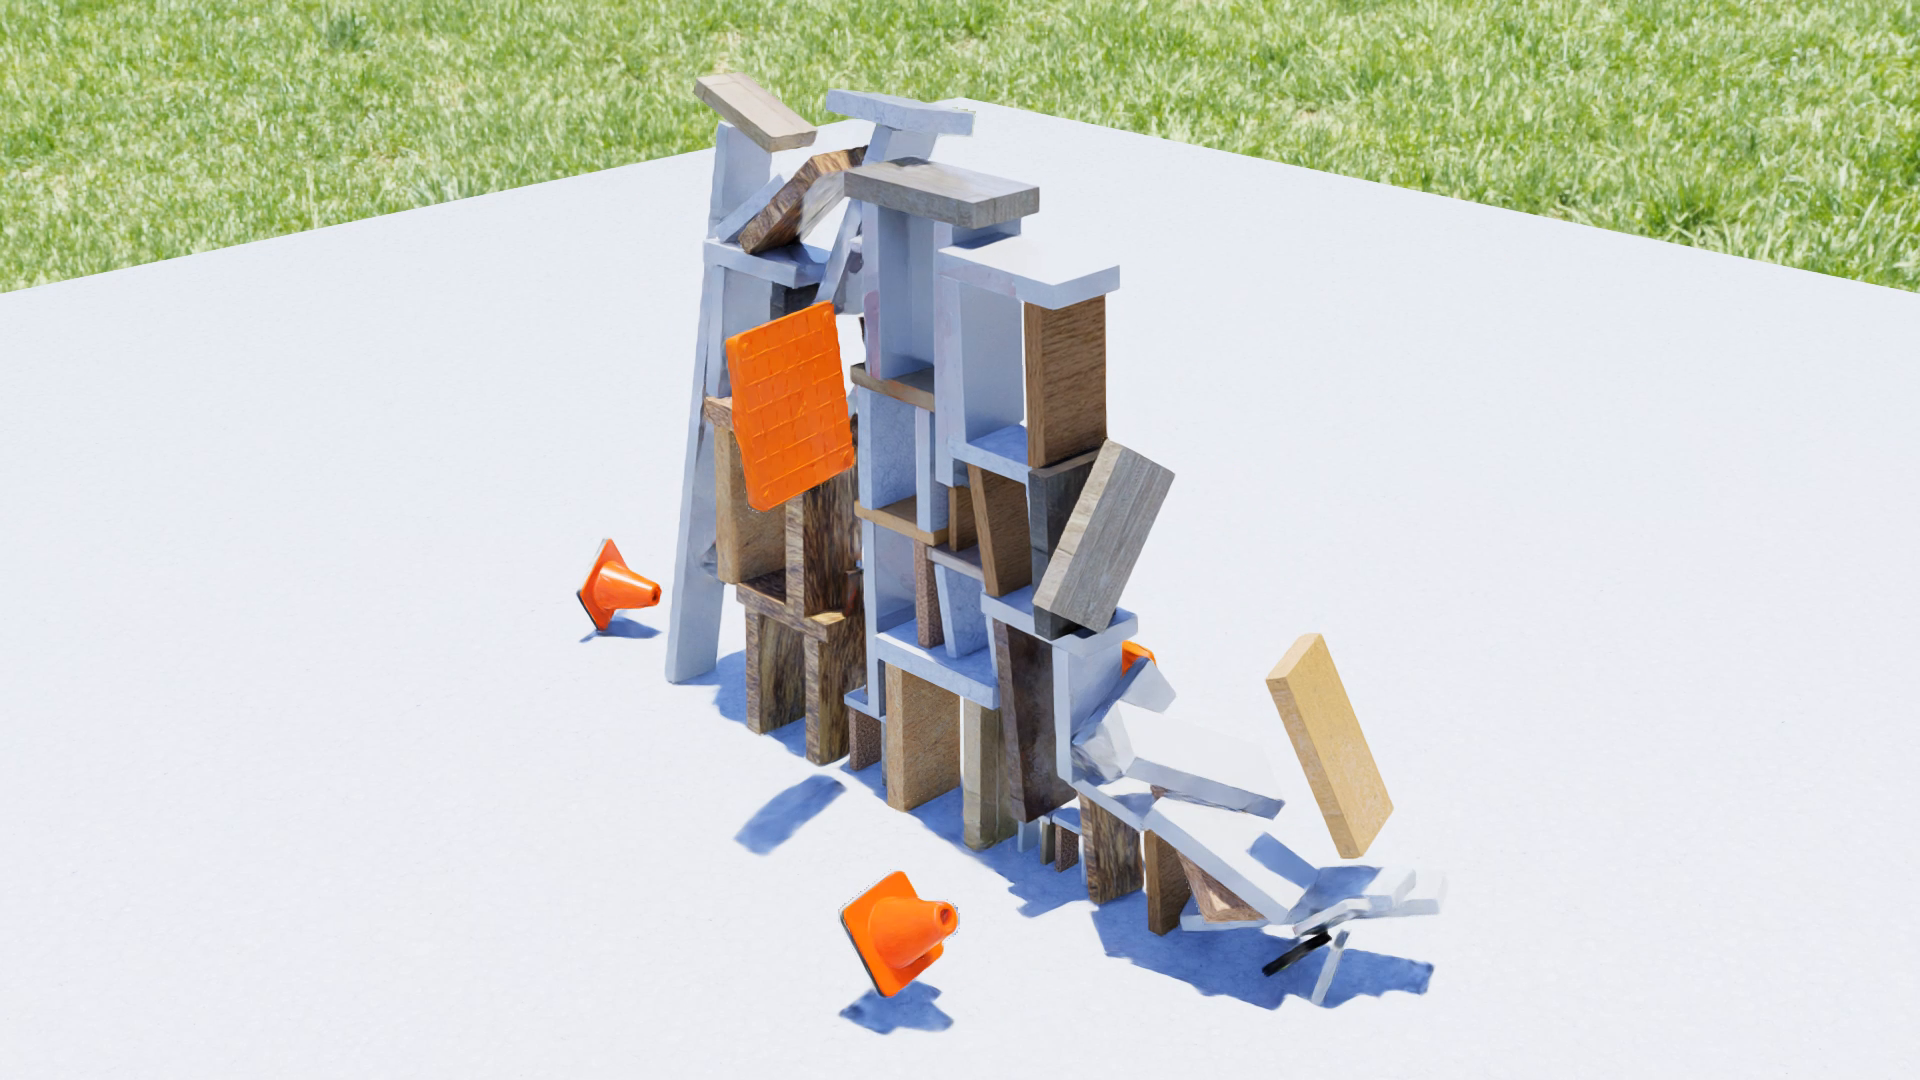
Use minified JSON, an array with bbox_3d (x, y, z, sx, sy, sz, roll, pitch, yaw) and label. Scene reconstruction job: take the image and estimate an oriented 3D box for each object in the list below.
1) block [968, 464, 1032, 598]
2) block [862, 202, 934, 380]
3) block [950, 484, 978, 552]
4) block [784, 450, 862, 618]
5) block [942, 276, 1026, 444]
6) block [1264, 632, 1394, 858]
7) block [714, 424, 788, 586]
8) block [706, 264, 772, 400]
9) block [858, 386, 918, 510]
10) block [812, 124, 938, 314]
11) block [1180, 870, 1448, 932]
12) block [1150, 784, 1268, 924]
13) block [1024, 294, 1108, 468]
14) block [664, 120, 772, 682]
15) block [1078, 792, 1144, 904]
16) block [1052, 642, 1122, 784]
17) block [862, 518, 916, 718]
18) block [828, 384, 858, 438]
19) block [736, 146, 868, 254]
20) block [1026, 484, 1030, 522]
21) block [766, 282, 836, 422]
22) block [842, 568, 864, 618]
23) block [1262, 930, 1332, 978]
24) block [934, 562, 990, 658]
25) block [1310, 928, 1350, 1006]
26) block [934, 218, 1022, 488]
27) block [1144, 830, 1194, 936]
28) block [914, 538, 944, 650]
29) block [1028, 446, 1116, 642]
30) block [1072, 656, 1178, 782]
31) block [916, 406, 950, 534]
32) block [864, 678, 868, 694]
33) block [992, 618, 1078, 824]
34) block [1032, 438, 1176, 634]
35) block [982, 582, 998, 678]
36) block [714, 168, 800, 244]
[{"bbox_3d":[0.092,-0.038,4.065,0.130,0.259,0.037,-21,21,-35],"label":"block"},{"bbox_3d":[-0.099,-0.482,4.131,0.169,0.337,0.048,-17,28,-35],"label":"block"},{"bbox_3d":[0.012,-0.054,4.195,0.071,0.142,0.020,-20,30,-39],"label":"block"},{"bbox_3d":[-0.280,-0.029,4.526,0.049,0.347,0.174,18,28,36],"label":"block"},{"bbox_3d":[0.044,-0.343,3.965,0.153,0.305,0.043,-23,32,-38],"label":"block"},{"bbox_3d":[0.631,0.350,3.739,0.041,0.360,0.146,-10,23,40],"label":"block"},{"bbox_3d":[-0.436,-0.093,4.676,0.174,0.347,0.049,-19,29,-41],"label":"block"},{"bbox_3d":[-0.453,-0.446,4.568,0.143,0.286,0.041,-19,35,-42],"label":"block"},{"bbox_3d":[-0.141,-0.193,4.290,0.124,0.247,0.035,-21,31,-41],"label":"block"},{"bbox_3d":[-0.166,-0.628,4.315,0.042,0.388,0.148,33,24,28],"label":"block"},{"bbox_3d":[0.629,0.645,3.922,0.466,0.030,0.107,-8,15,23],"label":"block"},{"bbox_3d":[0.457,0.542,3.910,0.146,0.041,0.292,2,48,-27],"label":"block"},{"bbox_3d":[0.185,-0.284,3.817,0.153,0.305,0.043,-22,31,-36],"label":"block"},{"bbox_3d":[-0.524,-0.271,4.738,0.123,1.303,0.035,-18,37,-42],"label":"block"},{"bbox_3d":[0.286,0.564,4.145,0.110,0.220,0.031,-16,17,-32],"label":"block"},{"bbox_3d":[0.238,0.299,4.052,0.137,0.274,0.039,-22,30,-36],"label":"block"},{"bbox_3d":[-0.139,0.144,4.441,0.112,0.428,0.032,-21,30,-41],"label":"block"},{"bbox_3d":[-0.194,-0.310,4.369,0.029,0.205,0.103,31,24,-7],"label":"block"},{"bbox_3d":[-0.303,-0.667,4.323,0.148,0.042,0.295,-21,-11,-43],"label":"block"},{"bbox_3d":[0.190,0.007,3.951,0.130,0.259,0.037,-21,25,-35],"label":"block"},{"bbox_3d":[-0.319,-0.393,4.443,0.041,0.286,0.143,26,32,37],"label":"block"},{"bbox_3d":[-0.219,0.108,4.522,0.048,0.095,0.014,-15,27,-41],"label":"block"},{"bbox_3d":[0.595,0.733,3.890,0.064,0.128,0.018,-15,69,-40],"label":"block"},{"bbox_3d":[0.005,0.125,4.268,0.094,0.189,0.027,-21,20,-40],"label":"block"},{"bbox_3d":[0.645,0.746,3.835,0.018,0.128,0.064,23,32,16],"label":"block"},{"bbox_3d":[0.033,-0.355,4.034,0.169,0.497,0.048,-19,29,-38],"label":"block"},{"bbox_3d":[0.391,0.606,4.042,0.110,0.220,0.031,-24,29,-38],"label":"block"},{"bbox_3d":[-0.035,0.091,4.305,0.112,0.223,0.032,-21,28,-40],"label":"block"},{"bbox_3d":[0.200,0.007,3.887,0.157,0.314,0.044,-21,30,-34],"label":"block"},{"bbox_3d":[0.305,0.330,4.064,0.214,0.107,0.030,-50,35,-18],"label":"block"},{"bbox_3d":[-0.025,-0.148,4.183,0.124,0.248,0.035,-21,31,-40],"label":"block"},{"bbox_3d":[-0.153,0.190,4.550,0.014,0.261,0.048,12,2,38],"label":"block"},{"bbox_3d":[0.145,0.323,4.183,0.137,0.418,0.039,-22,25,-36],"label":"block"},{"bbox_3d":[0.255,-0.004,3.868,0.157,0.314,0.044,24,0,-45],"label":"block"},{"bbox_3d":[0.095,0.160,4.185,0.094,0.189,0.027,-21,21,-41],"label":"block"},{"bbox_3d":[-0.374,-0.672,4.403,0.123,0.035,0.246,-20,-7,-43],"label":"block"}]
